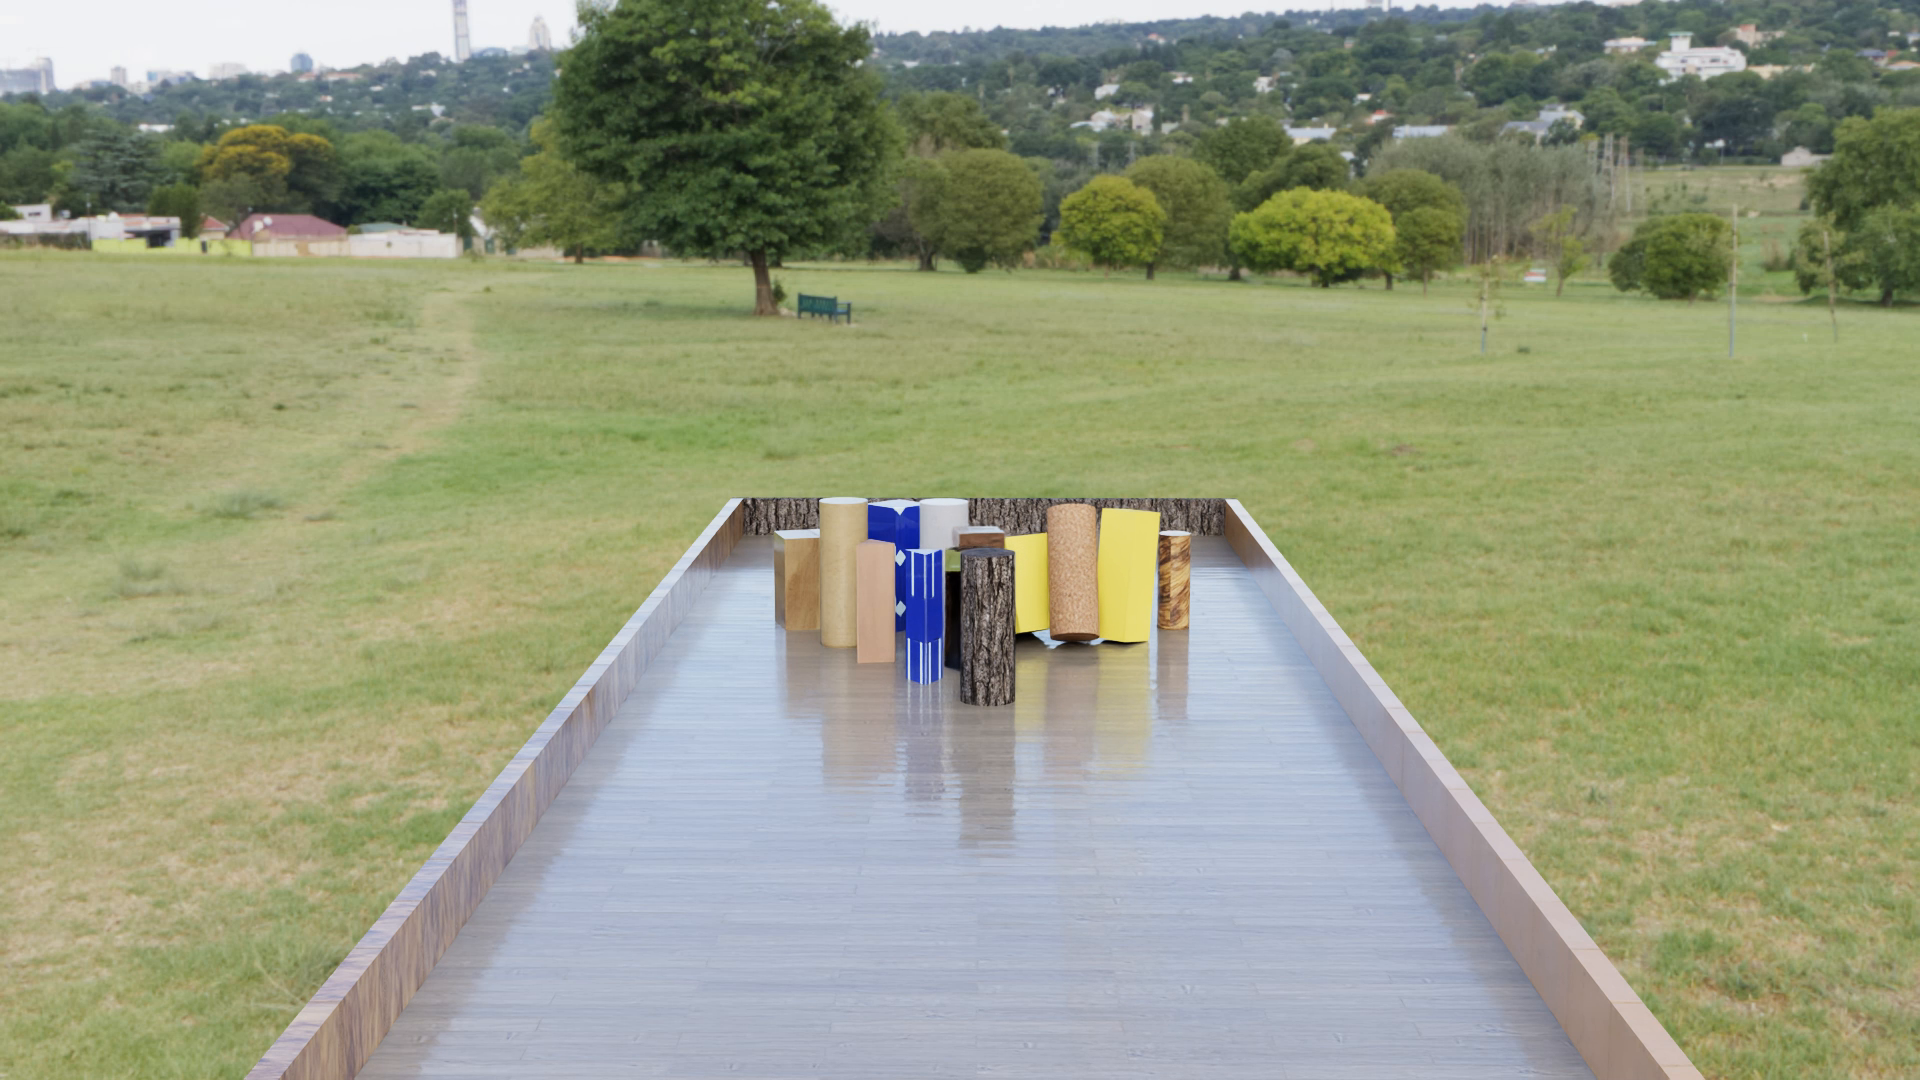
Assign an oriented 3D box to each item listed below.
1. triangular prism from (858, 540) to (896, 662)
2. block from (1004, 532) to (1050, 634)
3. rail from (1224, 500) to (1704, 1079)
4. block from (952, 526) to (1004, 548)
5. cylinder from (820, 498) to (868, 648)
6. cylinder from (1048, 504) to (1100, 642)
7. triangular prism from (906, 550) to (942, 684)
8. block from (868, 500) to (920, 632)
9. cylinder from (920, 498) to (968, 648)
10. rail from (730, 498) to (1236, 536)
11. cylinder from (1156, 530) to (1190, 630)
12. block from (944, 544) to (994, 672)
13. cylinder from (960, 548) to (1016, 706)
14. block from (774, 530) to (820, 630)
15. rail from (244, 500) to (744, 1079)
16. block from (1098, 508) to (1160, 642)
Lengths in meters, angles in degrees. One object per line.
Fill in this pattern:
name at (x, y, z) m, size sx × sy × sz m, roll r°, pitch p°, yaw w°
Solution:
triangular prism at (-0.263, 0.184, 6.690) m, size 0.115 × 0.363 × 0.099 m, roll -2°, pitch 9°, yaw -11°
block at (0.187, 0.146, 7.014) m, size 0.165 × 0.303 × 0.165 m, roll -6°, pitch -5°, yaw -35°
rail at (1.046, 0.843, 3.208) m, size 0.050 × 0.150 × 12.000 m, roll 0°, pitch 9°, yaw 1°
block at (0.055, 0.164, 6.712) m, size 0.137 × 0.395 × 0.137 m, roll -1°, pitch 9°, yaw -10°
cylinder at (-0.364, 0.102, 6.909) m, size 0.153 × 0.456 × 0.153 m, roll 0°, pitch 9°, yaw 0°
cylinder at (0.357, 0.104, 6.943) m, size 0.155 × 0.413 × 0.155 m, roll -1°, pitch -14°, yaw 0°
triangular prism at (-0.090, 0.219, 6.404) m, size 0.092 × 0.382 × 0.106 m, roll -6°, pitch 11°, yaw -34°
block at (-0.203, 0.082, 7.203) m, size 0.151 × 0.404 × 0.151 m, roll -8°, pitch 12°, yaw -43°
cylinder at (-0.051, 0.103, 6.920) m, size 0.154 × 0.451 × 0.154 m, roll 0°, pitch 9°, yaw 0°
rail at (0.099, -0.098, 9.147) m, size 2.100 × 0.150 × 0.050 m, roll 0°, pitch 9°, yaw 1°
cylinder at (0.698, 0.132, 7.181) m, size 0.107 × 0.312 × 0.107 m, roll 0°, pitch 9°, yaw 0°
block at (0.050, 0.206, 6.554) m, size 0.134 × 0.361 × 0.134 m, roll -6°, pitch 12°, yaw -36°
cylinder at (0.077, 0.242, 6.144) m, size 0.156 × 0.419 × 0.156 m, roll 0°, pitch 9°, yaw 0°
block at (-0.506, 0.129, 7.233) m, size 0.176 × 0.302 × 0.176 m, roll -3°, pitch 9°, yaw -16°
rail at (-1.004, 0.839, 3.234) m, size 0.050 × 0.150 × 12.000 m, roll 0°, pitch 9°, yaw 1°
block at (0.525, 0.110, 6.967) m, size 0.131 × 0.409 × 0.131 m, roll 8°, pitch 5°, yaw 41°
